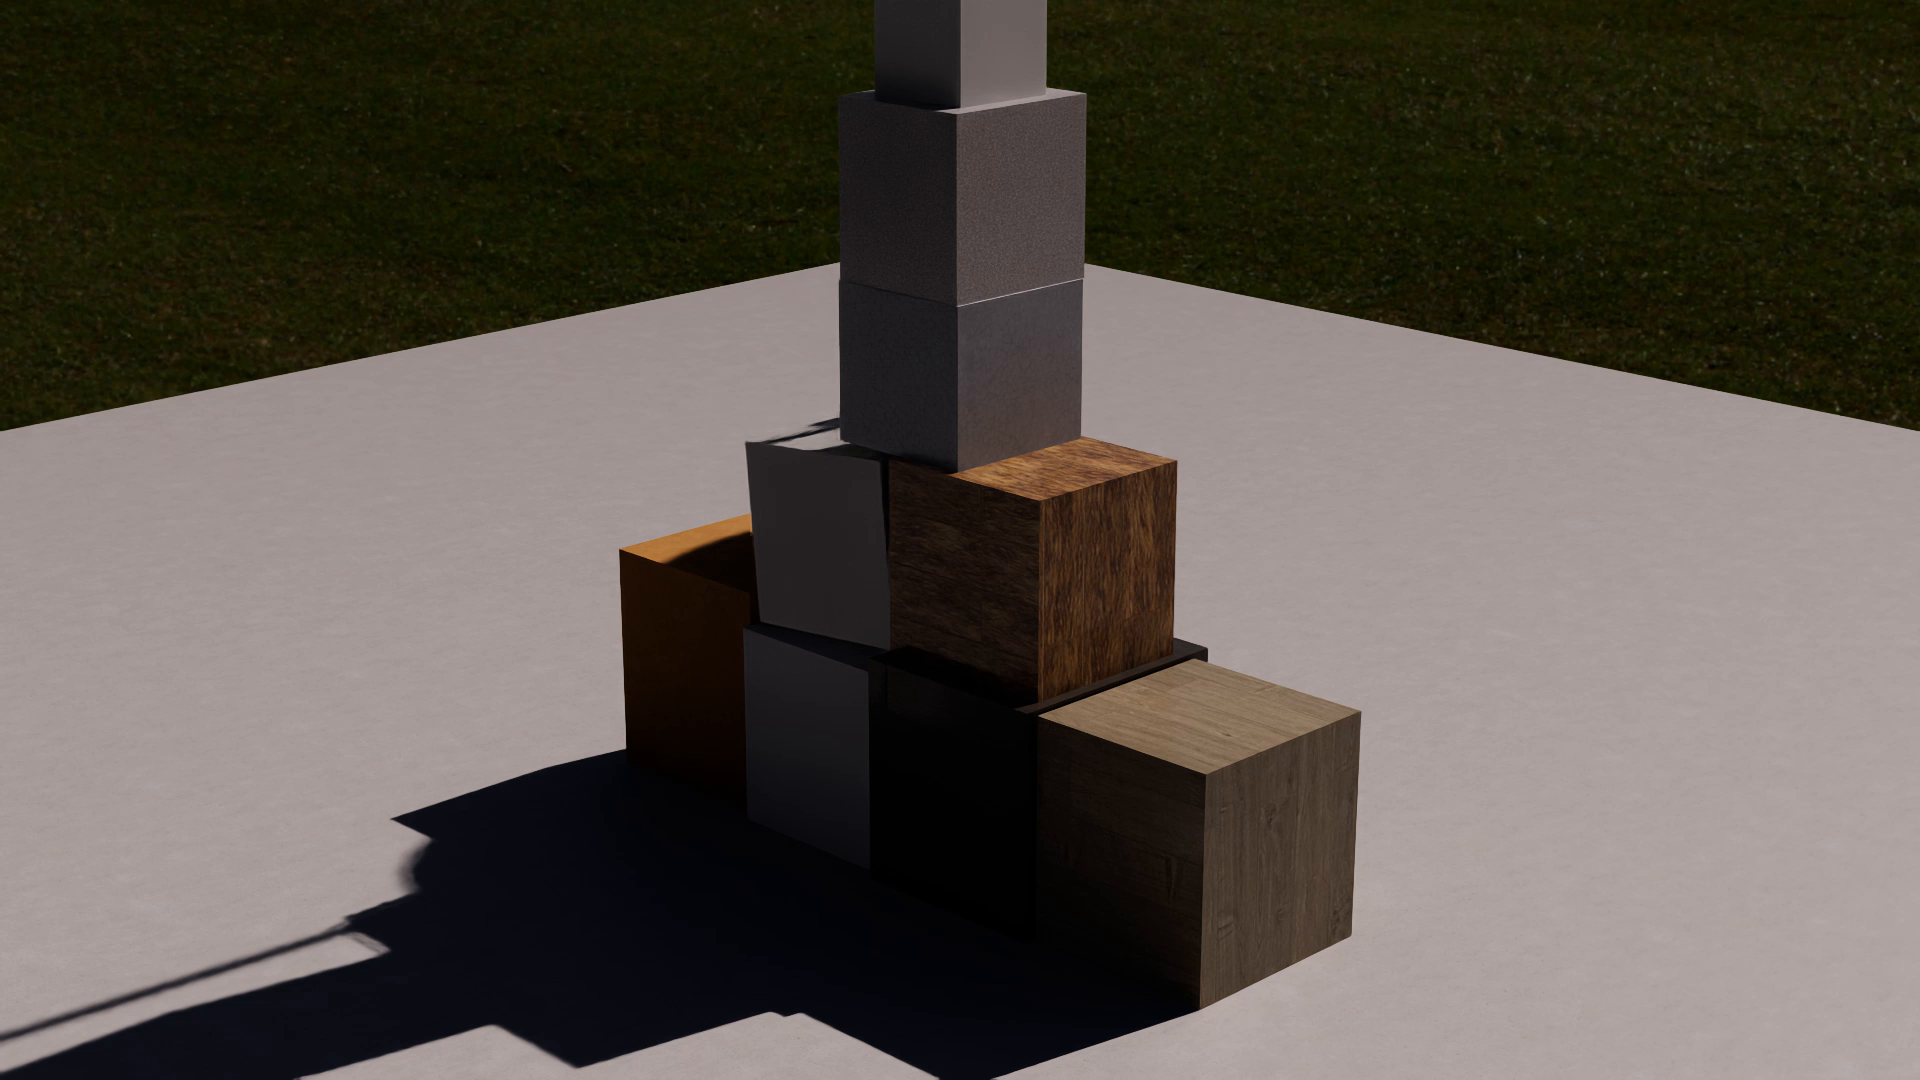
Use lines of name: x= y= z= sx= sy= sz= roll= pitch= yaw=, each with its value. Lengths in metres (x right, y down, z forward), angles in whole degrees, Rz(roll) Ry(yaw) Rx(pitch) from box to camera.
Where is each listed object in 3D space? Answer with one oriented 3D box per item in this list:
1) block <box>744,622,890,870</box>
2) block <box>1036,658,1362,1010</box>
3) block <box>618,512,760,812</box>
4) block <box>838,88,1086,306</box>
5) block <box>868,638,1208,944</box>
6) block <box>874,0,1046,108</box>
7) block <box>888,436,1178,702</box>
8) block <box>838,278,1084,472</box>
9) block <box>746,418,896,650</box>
block: x=-0.327 y=0.863 z=13.978 sx=1.043 sy=0.972 sz=0.918 roll=-17 pitch=24 yaw=-42
block: x=1.021 y=1.240 z=12.646 sx=1.020 sy=1.051 sz=0.937 roll=-17 pitch=24 yaw=-42
block: x=-1.006 y=0.586 z=14.598 sx=0.930 sy=1.128 sz=0.977 roll=-17 pitch=24 yaw=-42
block: x=0.011 y=-1.547 z=12.868 sx=0.799 sy=0.819 sz=0.729 roll=-17 pitch=24 yaw=-42
block: x=0.355 y=1.018 z=13.317 sx=1.179 sy=1.072 sz=0.984 roll=-17 pitch=24 yaw=-42
block: x=0.002 y=-2.232 z=12.643 sx=0.525 sy=0.623 sz=0.527 roll=-17 pitch=24 yaw=-42
block: x=0.321 y=0.077 z=13.020 sx=0.879 sy=0.902 sz=0.914 roll=-17 pitch=24 yaw=-42
block: x=0.004 y=-0.804 z=13.093 sx=0.786 sy=0.735 sz=0.746 roll=-17 pitch=24 yaw=-42
block: x=-0.360 y=-0.068 z=13.669 sx=0.818 sy=0.874 sz=0.909 roll=-17 pitch=19 yaw=-42
